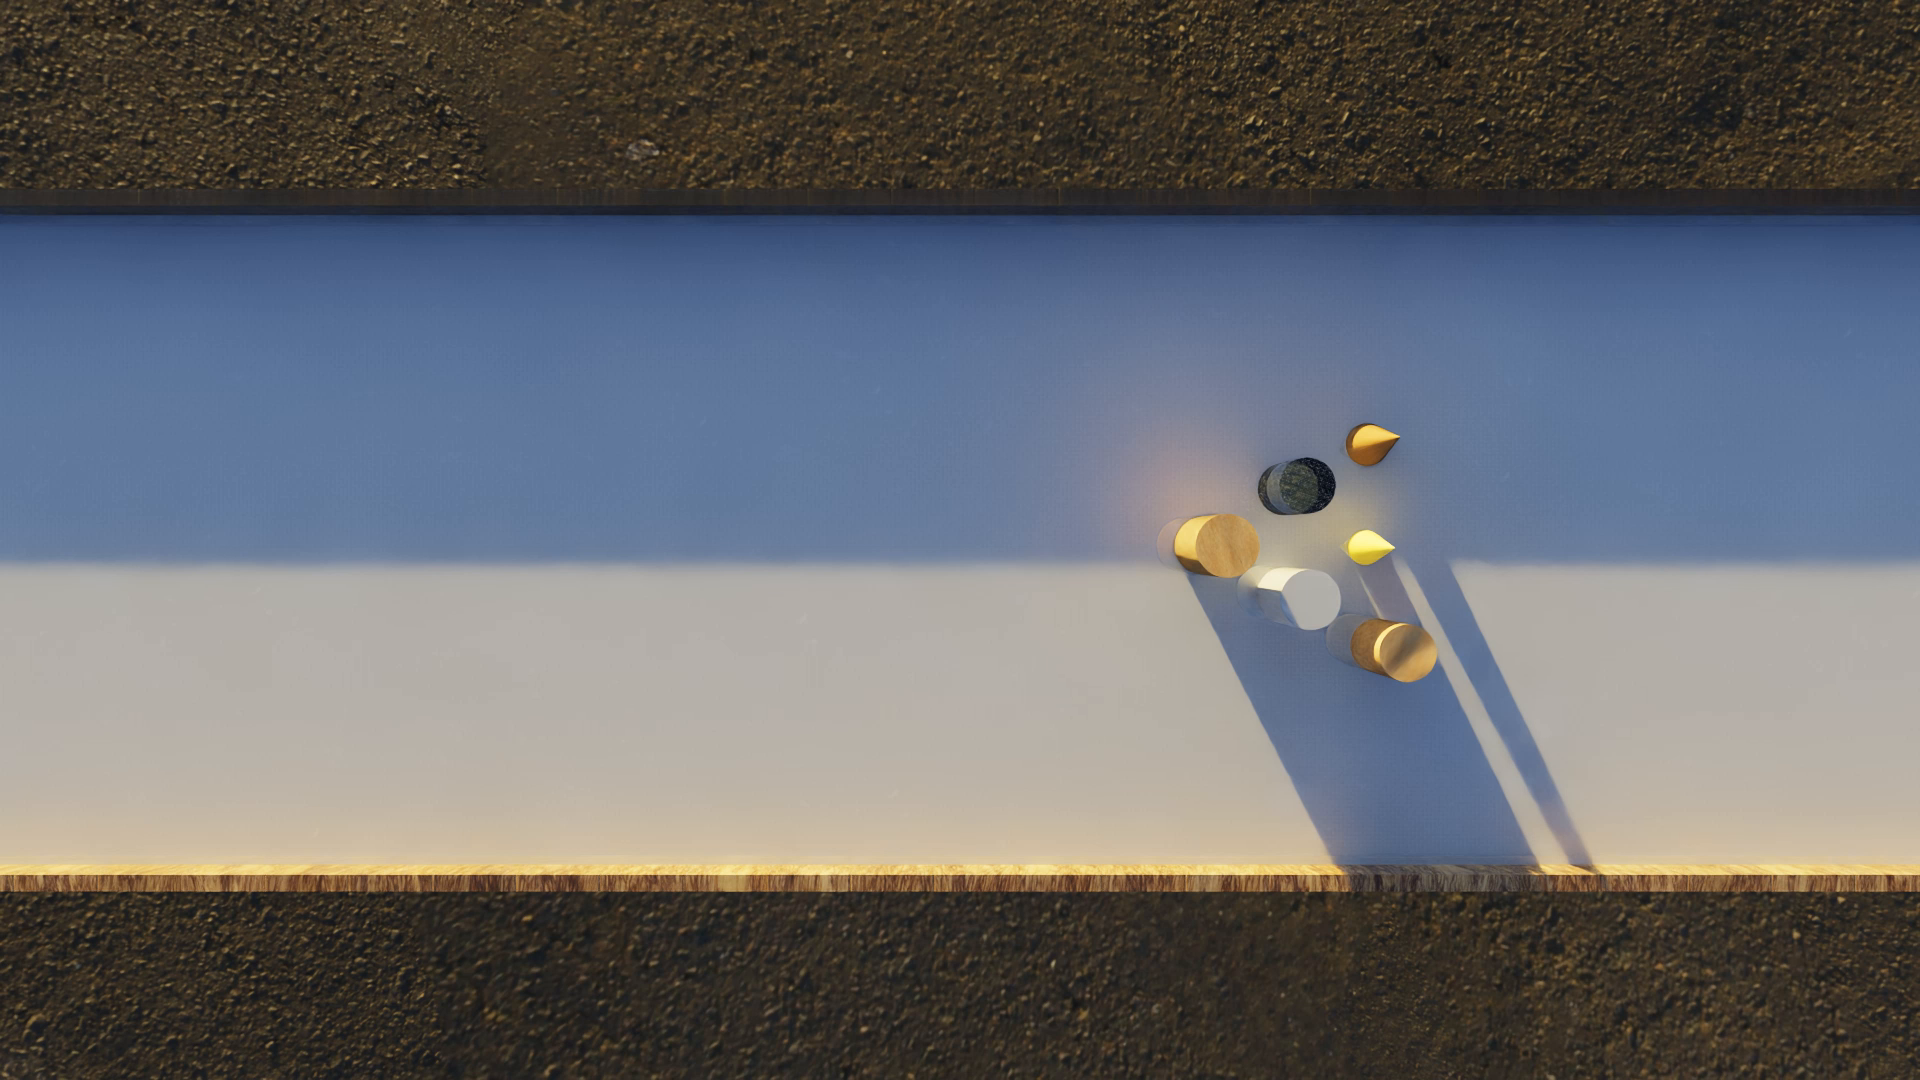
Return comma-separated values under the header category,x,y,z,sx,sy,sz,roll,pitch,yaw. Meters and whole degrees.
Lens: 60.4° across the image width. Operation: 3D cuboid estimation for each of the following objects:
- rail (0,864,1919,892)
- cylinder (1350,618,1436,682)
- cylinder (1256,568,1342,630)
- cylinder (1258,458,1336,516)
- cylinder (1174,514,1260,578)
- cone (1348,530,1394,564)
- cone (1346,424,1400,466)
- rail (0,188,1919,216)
category,x,y,z,sx,sy,sz,roll,pitch,yaw
rail,-2.247,1.025,5.001,12.000,0.150,0.050,0,90,0
cylinder,1.285,0.325,4.903,0.166,0.347,0.166,0,90,0
cylinder,1.000,0.170,4.889,0.174,0.376,0.174,0,90,0
cylinder,0.998,-0.157,4.906,0.162,0.342,0.162,0,90,0
cylinder,0.749,0.017,4.848,0.179,0.458,0.179,0,90,0
cone,1.248,0.023,4.903,0.108,0.347,0.108,0,90,0
cone,1.254,-0.294,4.884,0.132,0.384,0.132,0,90,0
rail,-2.247,-1.025,5.002,12.000,0.150,0.050,0,90,0
